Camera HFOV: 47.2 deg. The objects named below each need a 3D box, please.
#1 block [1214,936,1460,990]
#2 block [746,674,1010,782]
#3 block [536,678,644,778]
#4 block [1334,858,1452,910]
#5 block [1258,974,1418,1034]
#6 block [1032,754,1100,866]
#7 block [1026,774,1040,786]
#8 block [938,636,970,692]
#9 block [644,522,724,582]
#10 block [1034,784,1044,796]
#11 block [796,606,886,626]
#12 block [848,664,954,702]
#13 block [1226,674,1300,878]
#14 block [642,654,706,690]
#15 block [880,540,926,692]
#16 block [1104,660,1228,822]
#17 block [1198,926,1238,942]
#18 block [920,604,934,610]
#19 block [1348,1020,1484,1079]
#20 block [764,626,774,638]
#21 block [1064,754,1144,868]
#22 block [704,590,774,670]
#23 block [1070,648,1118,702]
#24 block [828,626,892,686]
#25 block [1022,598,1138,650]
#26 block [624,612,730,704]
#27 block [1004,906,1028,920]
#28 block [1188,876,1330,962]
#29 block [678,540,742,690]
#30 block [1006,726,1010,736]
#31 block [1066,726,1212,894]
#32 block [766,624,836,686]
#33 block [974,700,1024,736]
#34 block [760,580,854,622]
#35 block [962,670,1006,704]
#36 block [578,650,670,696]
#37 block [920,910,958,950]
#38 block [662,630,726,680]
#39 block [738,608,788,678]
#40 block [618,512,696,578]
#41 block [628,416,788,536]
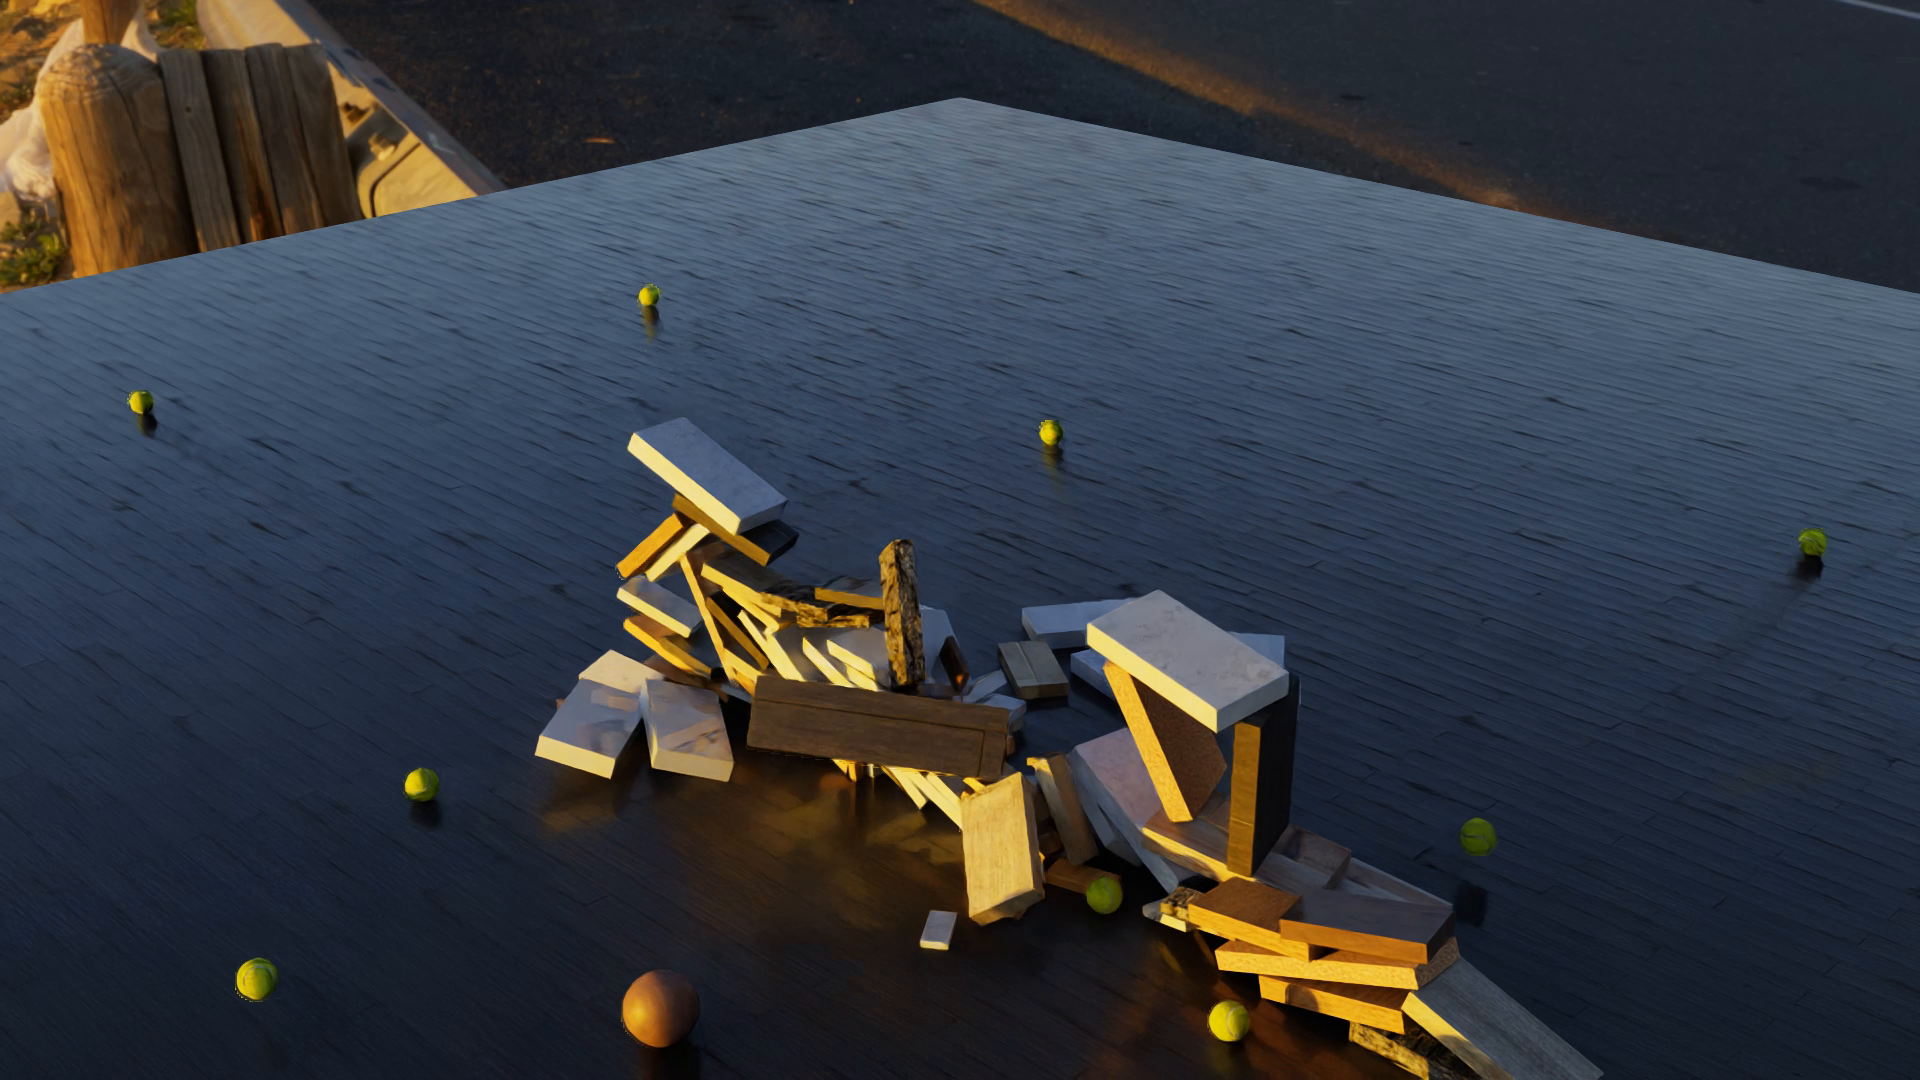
[{"bbox_3d":[0.649,0.718,3.816,0.424,0.037,0.131,-5,12,46],"label":"block"},{"bbox_3d":[-0.158,0.365,4.260,0.495,0.139,0.039,7,-10,5],"label":"block"},{"bbox_3d":[-0.775,0.396,4.675,0.163,0.046,0.327,18,19,0],"label":"block"},{"bbox_3d":[0.725,0.668,4.123,0.175,0.049,0.349,-20,30,-39],"label":"block"},{"bbox_3d":[0.683,0.772,3.803,0.149,0.042,0.299,-22,18,-41],"label":"block"},{"bbox_3d":[0.206,0.521,4.251,0.029,0.208,0.104,-23,-8,18],"label":"block"},{"bbox_3d":[0.166,0.522,4.507,0.067,0.019,0.133,-7,24,-15],"label":"block"},{"bbox_3d":[-0.011,0.245,4.336,0.015,0.052,0.103,2,42,-29],"label":"block"},{"bbox_3d":[-0.586,0.009,4.892,0.126,0.036,0.251,-20,-13,-47],"label":"block"},{"bbox_3d":[0.185,0.499,4.326,0.047,0.013,0.094,37,7,22],"label":"block"},{"bbox_3d":[-0.243,0.161,4.637,0.181,0.026,0.090,-1,9,31],"label":"block"},{"bbox_3d":[-0.121,0.287,4.430,0.107,0.030,0.214,-19,29,-33],"label":"block"},{"bbox_3d":[0.552,0.427,4.006,0.049,0.346,0.173,17,37,26],"label":"block"},{"bbox_3d":[-0.635,0.309,4.995,0.200,0.028,0.100,11,25,24],"label":"block"},{"bbox_3d":[-0.114,0.150,4.323,0.039,0.277,0.139,-3,-12,-14],"label":"block"},{"bbox_3d":[0.390,0.337,4.145,0.049,0.346,0.173,-10,24,36],"label":"block"},{"bbox_3d":[0.494,0.699,4.015,0.071,0.020,0.141,-19,7,-22],"label":"block"},{"bbox_3d":[-0.104,0.171,4.549,0.088,0.025,0.176,20,19,-6],"label":"block"},{"bbox_3d":[0.821,0.854,3.694,0.299,0.042,0.149,21,31,40],"label":"block"},{"bbox_3d":[-0.305,0.298,4.677,0.089,0.025,0.296,-16,64,-41],"label":"block"},{"bbox_3d":[0.280,0.532,4.329,0.104,0.029,0.260,36,14,-36],"label":"block"},{"bbox_3d":[-0.447,0.186,4.783,0.210,0.030,0.105,45,42,21],"label":"block"},{"bbox_3d":[0.395,0.316,4.961,0.150,0.043,0.301,-13,26,-28],"label":"block"},{"bbox_3d":[-0.165,0.234,4.474,0.107,0.030,0.214,-18,27,-32],"label":"block"},{"bbox_3d":[0.312,0.199,5.238,0.301,0.043,0.150,-5,23,-11],"label":"block"},{"bbox_3d":[-0.609,0.261,4.985,0.346,0.027,0.095,32,33,29],"label":"block"},{"bbox_3d":[0.107,0.680,4.135,0.047,0.013,0.094,4,23,21],"label":"block"},{"bbox_3d":[0.548,0.667,3.882,0.131,0.037,0.263,-22,23,-41],"label":"block"},{"bbox_3d":[-0.513,0.164,4.846,0.105,0.315,0.030,-22,-2,-42],"label":"block"},{"bbox_3d":[-0.025,0.357,4.372,0.264,0.019,0.067,14,27,38],"label":"block"},{"bbox_3d":[0.380,0.520,4.281,0.175,0.049,0.349,-16,54,-34],"label":"block"},{"bbox_3d":[-0.284,0.293,4.650,0.132,0.037,0.264,-21,68,-43],"label":"block"},{"bbox_3d":[0.019,0.412,4.747,0.114,0.032,0.229,19,30,38],"label":"block"},{"bbox_3d":[-0.322,0.126,4.628,0.181,0.026,0.090,14,23,33],"label":"block"},{"bbox_3d":[-0.036,0.365,4.790,0.114,0.032,0.314,-22,3,43],"label":"block"},{"bbox_3d":[-0.754,0.316,4.942,0.200,0.028,0.100,20,49,39],"label":"block"},{"bbox_3d":[-0.039,0.718,4.050,0.052,0.015,0.104,4,23,9],"label":"block"},{"bbox_3d":[-0.574,0.255,4.919,0.095,0.027,0.190,-12,28,-40],"label":"block"},{"bbox_3d":[-0.391,0.212,4.733,0.089,0.025,0.177,-23,68,-44],"label":"block"},{"bbox_3d":[-0.646,0.000,4.893,0.126,0.036,0.251,-20,-14,-48],"label":"block"},{"bbox_3d":[-0.549,-0.142,4.792,0.327,0.046,0.163,38,34,19],"label":"block"}]
